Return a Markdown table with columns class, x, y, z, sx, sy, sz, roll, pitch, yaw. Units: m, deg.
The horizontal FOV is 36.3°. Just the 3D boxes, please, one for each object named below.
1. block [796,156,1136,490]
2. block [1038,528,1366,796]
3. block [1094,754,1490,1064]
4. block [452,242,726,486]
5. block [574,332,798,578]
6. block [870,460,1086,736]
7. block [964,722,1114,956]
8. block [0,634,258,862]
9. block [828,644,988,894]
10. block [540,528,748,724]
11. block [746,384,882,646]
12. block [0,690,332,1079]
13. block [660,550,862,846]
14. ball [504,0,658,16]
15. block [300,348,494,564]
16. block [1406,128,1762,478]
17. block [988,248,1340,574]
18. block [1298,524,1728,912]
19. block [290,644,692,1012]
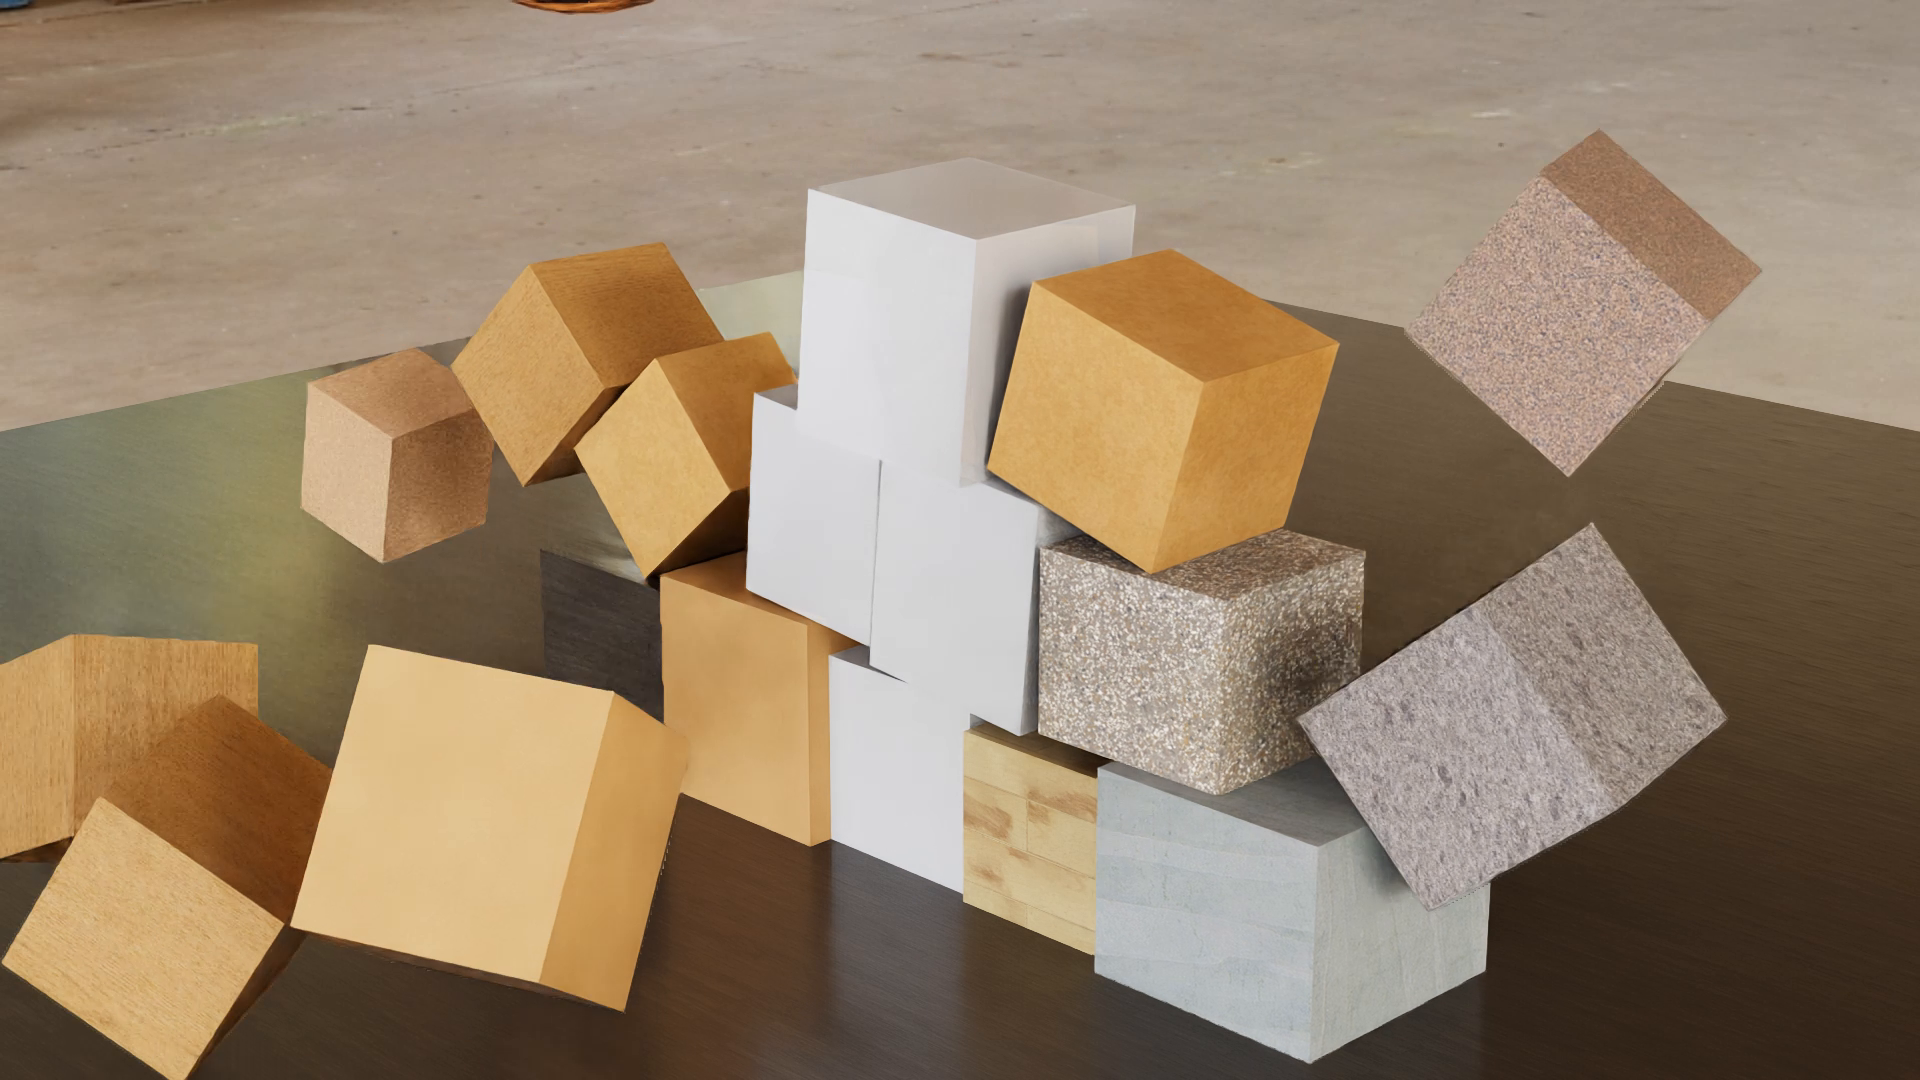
| class | x | y | z | sx | sy | sz | roll | pitch | yaw |
| --- | --- | --- | --- | --- | --- | --- | --- | --- | --- |
| block | 0.020 | -0.981 | 12.900 | 0.981 | 1.091 | 1.037 | 22 | 27 | 38 |
| block | 1.017 | 0.439 | 12.430 | 1.003 | 0.840 | 0.920 | 17 | 24 | 42 |
| block | 1.407 | 1.392 | 12.357 | 1.191 | 0.934 | 1.167 | -17 | 24 | -42 |
| block | -1.852 | -0.894 | 14.825 | 0.909 | 0.855 | 0.757 | -17 | 69 | -47 |
| block | -1.247 | -0.425 | 14.481 | 0.758 | 0.760 | 0.853 | -18 | -17 | -45 |
| block | 0.285 | 0.115 | 13.109 | 0.923 | 1.064 | 0.947 | -17 | 29 | -43 |
| block | 0.638 | 1.236 | 13.045 | 0.870 | 0.820 | 0.893 | -17 | 24 | -42 |
| block | -3.466 | 0.882 | 12.129 | 0.787 | 0.803 | 0.906 | 5 | -15 | -39 |
| block | 0.001 | 0.986 | 13.672 | 0.801 | 0.921 | 0.923 | -17 | 24 | -42 |
| block | -1.446 | 0.524 | 15.016 | 0.949 | 0.996 | 0.992 | -17 | 24 | -42 |
| block | -0.356 | -0.193 | 13.659 | 0.914 | 0.970 | 0.843 | -17 | 29 | -42 |
| block | -2.616 | 1.184 | 10.080 | 0.730 | 0.800 | 0.857 | 35 | 24 | -2 |
| block | -0.704 | 0.691 | 14.311 | 1.058 | 1.099 | 1.053 | 17 | 24 | 42 |
| ball | -1.434 | -2.775 | 10.967 | 1.600 | 1.600 | 1.600 | 0 | 17 | 0 |
| block | -3.093 | -0.473 | 16.156 | 0.694 | 0.800 | 0.743 | 31 | 36 | 29 |
| block | 2.212 | -0.847 | 10.391 | 0.769 | 0.771 | 0.696 | 43 | 34 | 9 |
| block | 0.846 | -0.562 | 12.338 | 0.947 | 0.888 | 0.903 | 34 | 34 | 32 |
| block | 2.165 | 0.702 | 11.544 | 0.880 | 0.922 | 1.079 | -28 | -8 | -43 |
| block | -1.439 | 0.910 | 9.151 | 0.813 | 0.885 | 0.793 | 10 | -13 | 15 |
